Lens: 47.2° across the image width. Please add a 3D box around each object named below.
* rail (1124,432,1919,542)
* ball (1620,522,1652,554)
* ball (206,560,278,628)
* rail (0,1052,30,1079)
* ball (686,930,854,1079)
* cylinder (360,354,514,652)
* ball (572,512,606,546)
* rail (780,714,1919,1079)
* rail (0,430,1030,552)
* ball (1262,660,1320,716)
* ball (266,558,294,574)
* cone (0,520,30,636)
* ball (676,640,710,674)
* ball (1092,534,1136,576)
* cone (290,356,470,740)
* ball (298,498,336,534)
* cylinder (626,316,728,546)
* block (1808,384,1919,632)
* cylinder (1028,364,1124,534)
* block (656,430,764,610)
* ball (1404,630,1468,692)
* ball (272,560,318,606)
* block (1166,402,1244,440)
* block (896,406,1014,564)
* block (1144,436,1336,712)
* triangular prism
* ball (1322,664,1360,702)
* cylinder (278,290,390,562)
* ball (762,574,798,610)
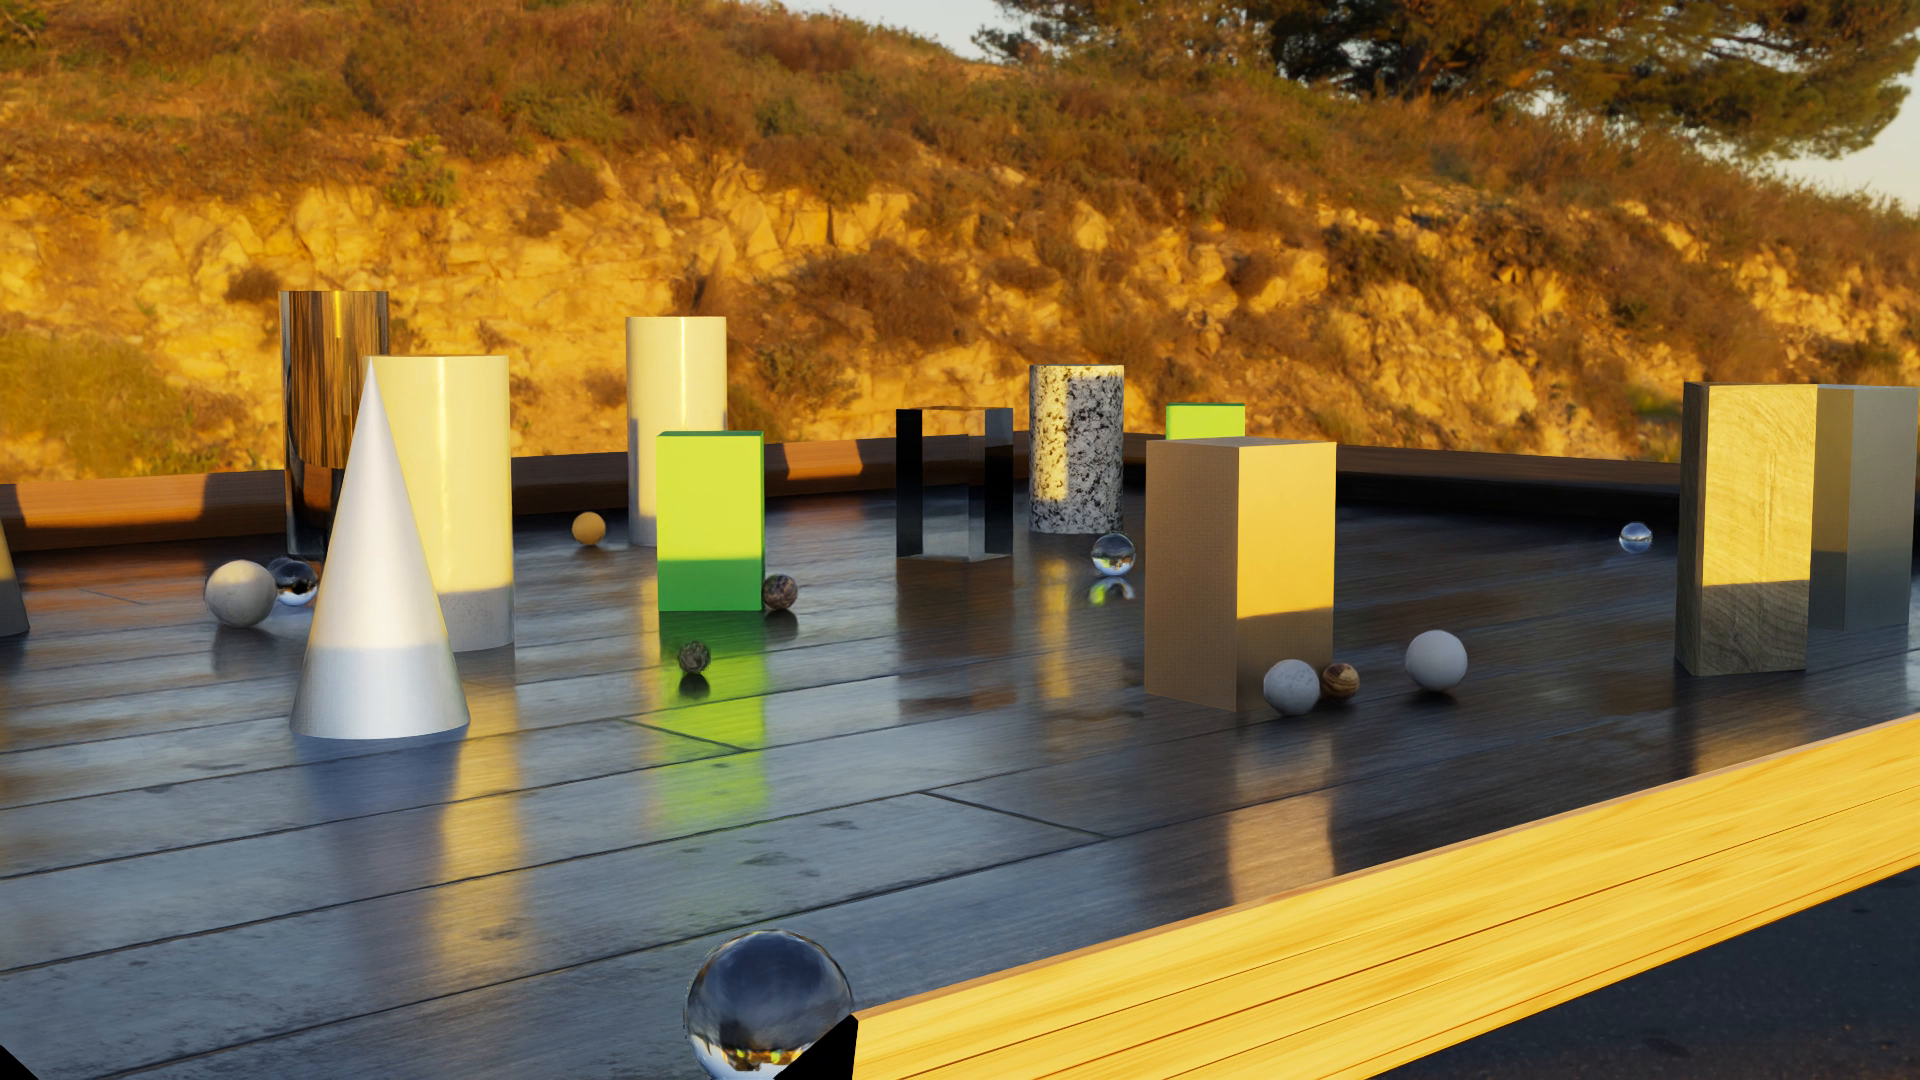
[{"bbox_3d":[1.394,-0.103,4.611,0.045,0.123,3.375,-6,8,-42],"label":"rail"},{"bbox_3d":[1.229,-0.003,3.999,0.056,0.056,0.056,0,6,0],"label":"ball"},{"bbox_3d":[-1.003,0.075,3.070,0.095,0.095,0.095,0,6,0],"label":"ball"},{"bbox_3d":[-1.394,0.167,2.053,0.045,0.123,3.375,-6,8,-42],"label":"rail"},{"bbox_3d":[-0.107,0.268,1.242,0.095,0.095,0.095,0,6,0],"label":"ball"},{"bbox_3d":[-0.693,-0.054,2.922,0.190,0.382,0.190,0,6,0],"label":"cylinder"},{"bbox_3d":[-0.697,-0.021,4.132,0.063,0.063,0.063,0,6,0],"label":"ball"},{"bbox_3d":[1.128,0.160,2.116,3.841,0.123,0.045,-6,8,-42],"label":"rail"},{"bbox_3d":[-1.128,-0.096,4.548,3.841,0.123,0.045,-6,8,-42],"label":"rail"},{"bbox_3d":[0.363,0.161,2.409,0.062,0.062,0.062,0,6,0],"label":"ball"},{"bbox_3d":[-1.057,0.056,3.440,0.056,0.056,0.056,0,6,0],"label":"ball"},{"bbox_3d":[-1.386,-0.107,3.011,0.190,0.469,0.190,0,6,0],"label":"cone"},{"bbox_3d":[-0.326,0.143,2.689,0.040,0.040,0.040,0,6,0],"label":"ball"},{"bbox_3d":[0.256,0.025,3.653,0.073,0.073,0.073,0,6,0],"label":"ball"},{"bbox_3d":[-0.625,0.000,2.352,0.190,0.395,0.190,0,6,0],"label":"cone"},{"bbox_3d":[-1.273,-0.048,4.352,0.071,0.071,0.071,0,6,0],"label":"ball"},{"bbox_3d":[-0.538,-0.210,4.185,0.190,0.428,0.190,0,6,0],"label":"cylinder"},{"bbox_3d":[1.241,-0.051,3.123,0.152,0.334,0.152,-4,7,-34],"label":"block"},{"bbox_3d":[0.234,-0.186,4.423,0.190,0.331,0.190,0,6,0],"label":"cylinder"},{"bbox_3d":[-0.373,-0.032,3.308,0.152,0.257,0.152,0,6,-3],"label":"block"},{"bbox_3d":[0.554,0.141,2.559,0.071,0.071,0.071,0,6,0],"label":"ball"},{"bbox_3d":[-0.993,0.066,3.285,0.069,0.069,0.069,0,6,0],"label":"ball"},{"bbox_3d":[0.486,-0.141,4.351,0.152,0.255,0.152,1,6,7],"label":"block"},{"bbox_3d":[-0.009,-0.103,3.939,0.152,0.266,0.152,4,7,32],"label":"block"},{"bbox_3d":[0.320,0.033,2.523,0.152,0.293,0.152,-5,8,-37],"label":"block"},{"bbox_3d":[0.947,-0.020,2.747,0.164,0.351,0.142,-2,6,-19],"label":"triangular prism"},{"bbox_3d":[0.432,0.161,2.498,0.043,0.043,0.043,0,6,0],"label":"ball"},{"bbox_3d":[-1.112,-0.206,3.930,0.190,0.474,0.190,0,6,0],"label":"cylinder"},{"bbox_3d":[-0.267,0.076,3.258,0.054,0.054,0.054,0,6,0],"label":"ball"}]
